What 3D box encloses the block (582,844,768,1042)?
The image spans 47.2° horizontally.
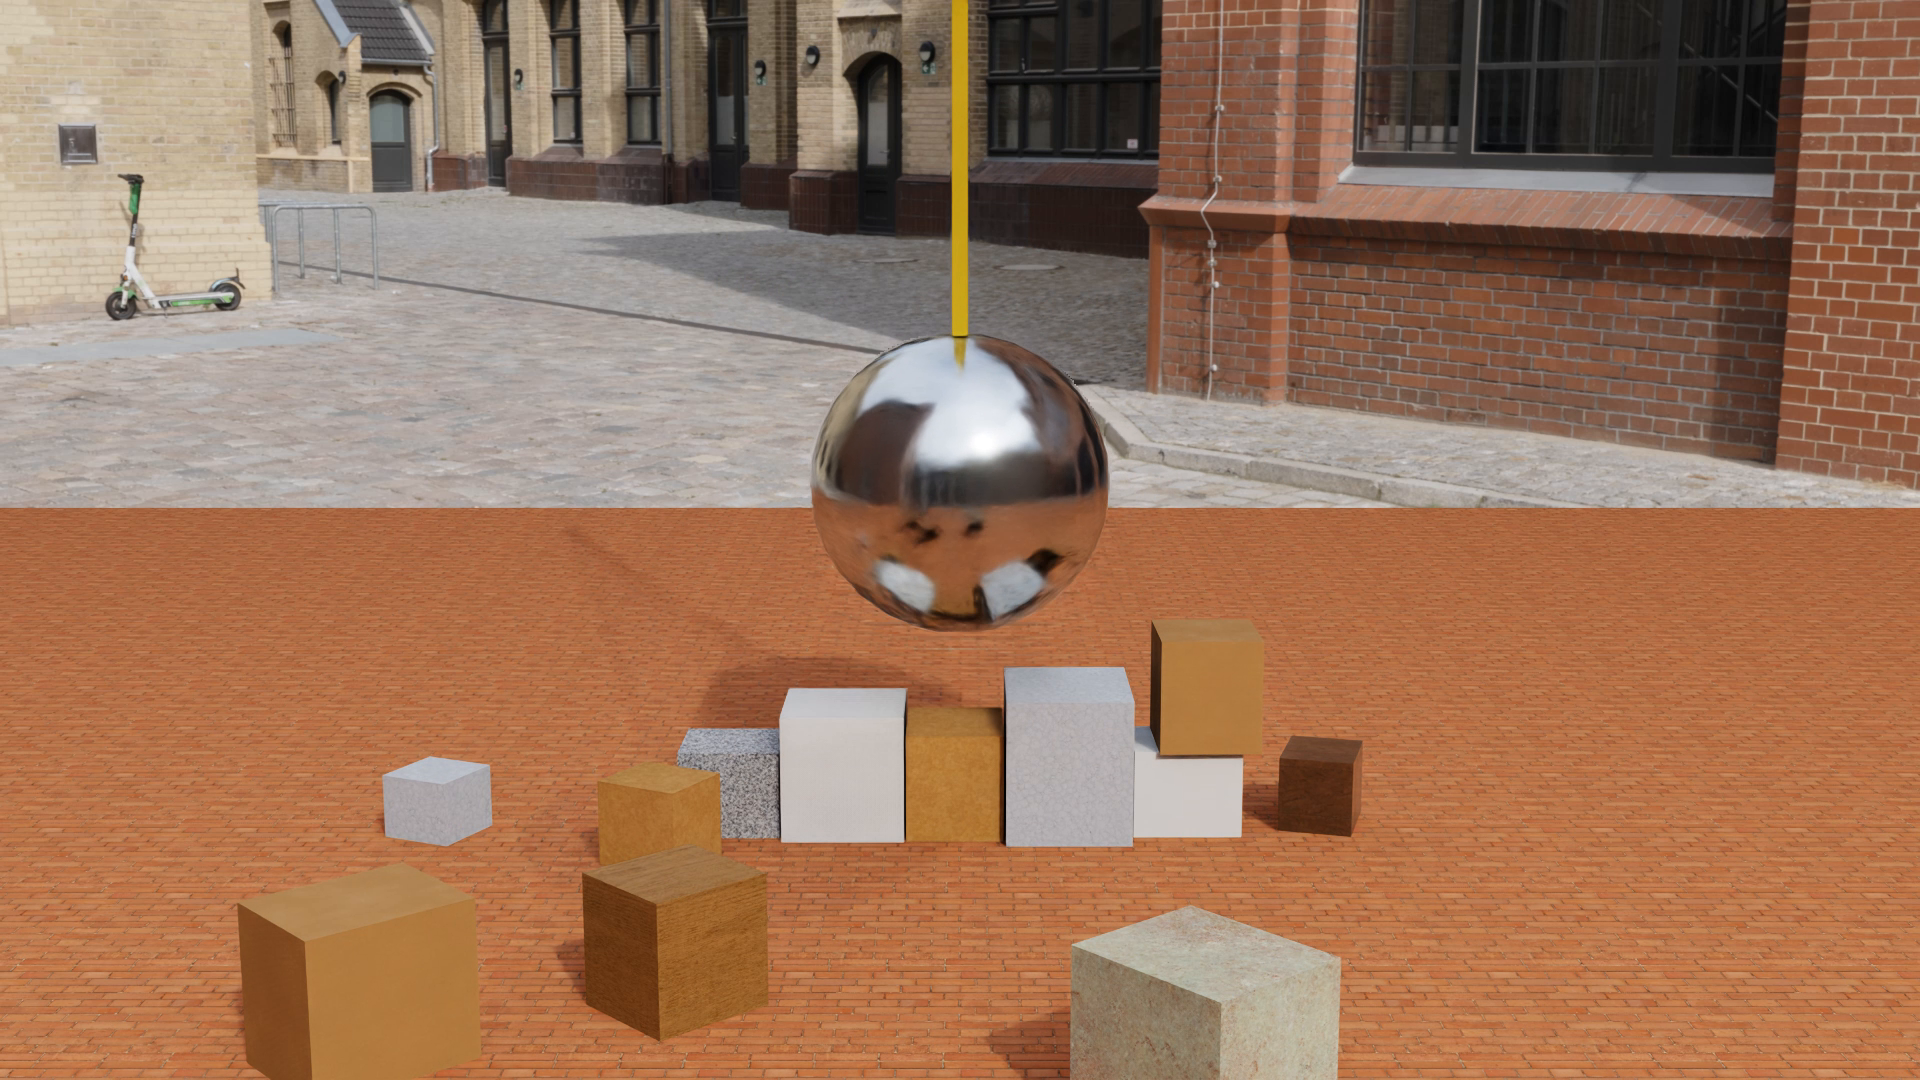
[{"bbox_3d":[-1.163,1.633,8.996,0.544,0.568,0.518,-10,14,-42],"label":"block"}]

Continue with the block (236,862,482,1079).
[{"bbox_3d":[-2.302,1.692,8.445,0.696,0.649,0.565,-9,14,-41],"label":"block"}]

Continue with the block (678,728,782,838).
[{"bbox_3d":[-1.174,1.257,11.403,0.514,0.446,0.482,0,10,0],"label":"block"}]

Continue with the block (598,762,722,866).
[{"bbox_3d":[-1.476,1.373,10.820,0.447,0.428,0.398,5,12,28],"label":"block"}]

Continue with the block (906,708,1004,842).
[{"bbox_3d":[-0.026,1.207,11.389,0.495,0.551,0.580,0,10,0],"label":"block"}]

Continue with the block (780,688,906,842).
[{"bbox_3d":[-0.594,1.158,11.384,0.623,0.649,0.619,0,10,0],"label":"block"}]

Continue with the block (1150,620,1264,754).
[{"bbox_3d":[1.263,0.749,11.307,0.514,0.583,0.524,0,10,-1],"label":"block"}]

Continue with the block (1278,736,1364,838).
[{"bbox_3d":[1.880,1.277,11.458,0.376,0.387,0.454,3,11,16],"label":"block"}]

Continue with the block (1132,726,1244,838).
[{"bbox_3d":[1.160,1.251,11.431,0.550,0.449,0.507,0,10,0],"label":"block"}]

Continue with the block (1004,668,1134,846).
[{"bbox_3d":[0.551,1.109,11.375,0.637,0.747,0.749,0,10,0],"label":"block"}]

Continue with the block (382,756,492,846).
[{"bbox_3d":[-2.682,1.339,11.297,0.383,0.324,0.383,5,11,24],"label":"block"}]

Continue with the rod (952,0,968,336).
[{"bbox_3d":[0.000,-3.571,10.797,0.080,5.200,0.080,0,16,0],"label":"rod"}]

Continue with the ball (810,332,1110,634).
[{"bbox_3d":[0.000,-0.304,11.739,1.600,1.600,1.600,0,10,0],"label":"ball"}]

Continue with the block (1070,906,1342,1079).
[{"bbox_3d":[0.866,1.788,7.824,0.622,0.683,0.715,-9,14,-40],"label":"block"}]
